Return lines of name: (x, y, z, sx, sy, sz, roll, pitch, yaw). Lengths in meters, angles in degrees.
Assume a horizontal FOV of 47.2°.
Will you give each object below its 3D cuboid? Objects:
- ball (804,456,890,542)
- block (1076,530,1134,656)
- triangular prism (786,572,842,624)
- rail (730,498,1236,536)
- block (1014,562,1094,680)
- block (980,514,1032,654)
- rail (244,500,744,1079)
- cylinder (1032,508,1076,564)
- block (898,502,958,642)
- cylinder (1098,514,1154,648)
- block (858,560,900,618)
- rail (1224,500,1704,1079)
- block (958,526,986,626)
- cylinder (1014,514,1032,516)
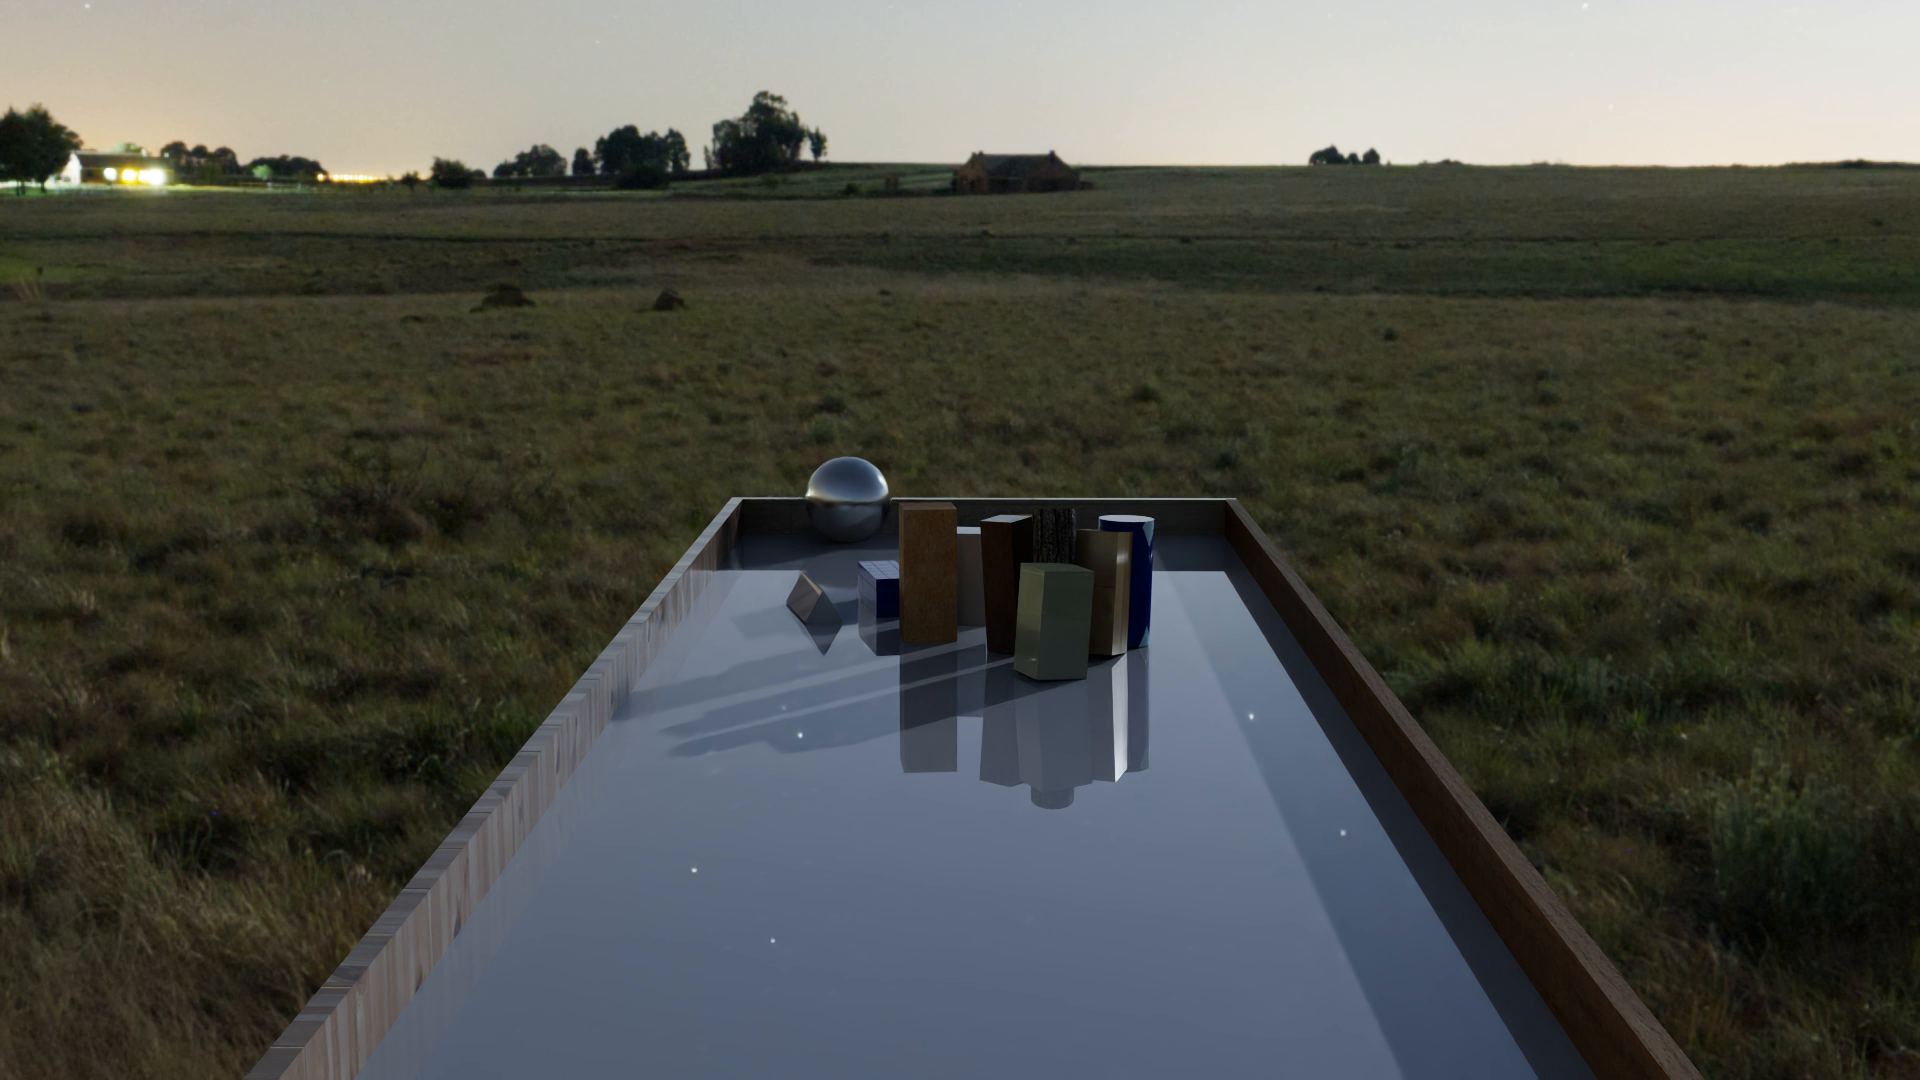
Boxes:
ball: (-0.458, -0.166, 8.943, 0.348, 0.348, 0.348, 0, 9, 0)
block: (0.430, 0.158, 6.765, 0.147, 0.374, 0.147, 4, 2, 22)
triangular prism: (-0.497, 0.192, 7.440, 0.123, 0.106, 0.383, -3, 9, -14)
rail: (0.099, -0.098, 9.147, 2.100, 0.150, 0.050, 0, 9, 1)
block: (0.275, 0.237, 6.461, 0.162, 0.319, 0.162, 1, 8, -24)
block: (0.153, 0.136, 6.806, 0.116, 0.411, 0.116, 4, 12, 35)
rail: (-1.004, 0.839, 3.234, 0.050, 0.150, 12.000, 0, 9, 1)
cylinder: (0.288, 0.134, 6.670, 0.133, 0.449, 0.133, 0, -5, 0)
block: (-0.103, 0.101, 7.015, 0.169, 0.424, 0.169, -1, 9, -7)
cylinder: (0.517, 0.128, 6.921, 0.174, 0.395, 0.174, 1, 8, 0)
block: (-0.254, 0.166, 7.543, 0.131, 0.131, 0.361, -2, 9, -12)
rail: (1.046, 0.843, 3.208, 0.050, 0.150, 12.000, 0, 9, 1)
block: (0.025, 0.119, 7.277, 0.145, 0.307, 0.145, 1, 9, 8)
cylinder: (0.211, 0.127, 6.940, 0.164, 0.391, 0.164, 0, 11, 0)
